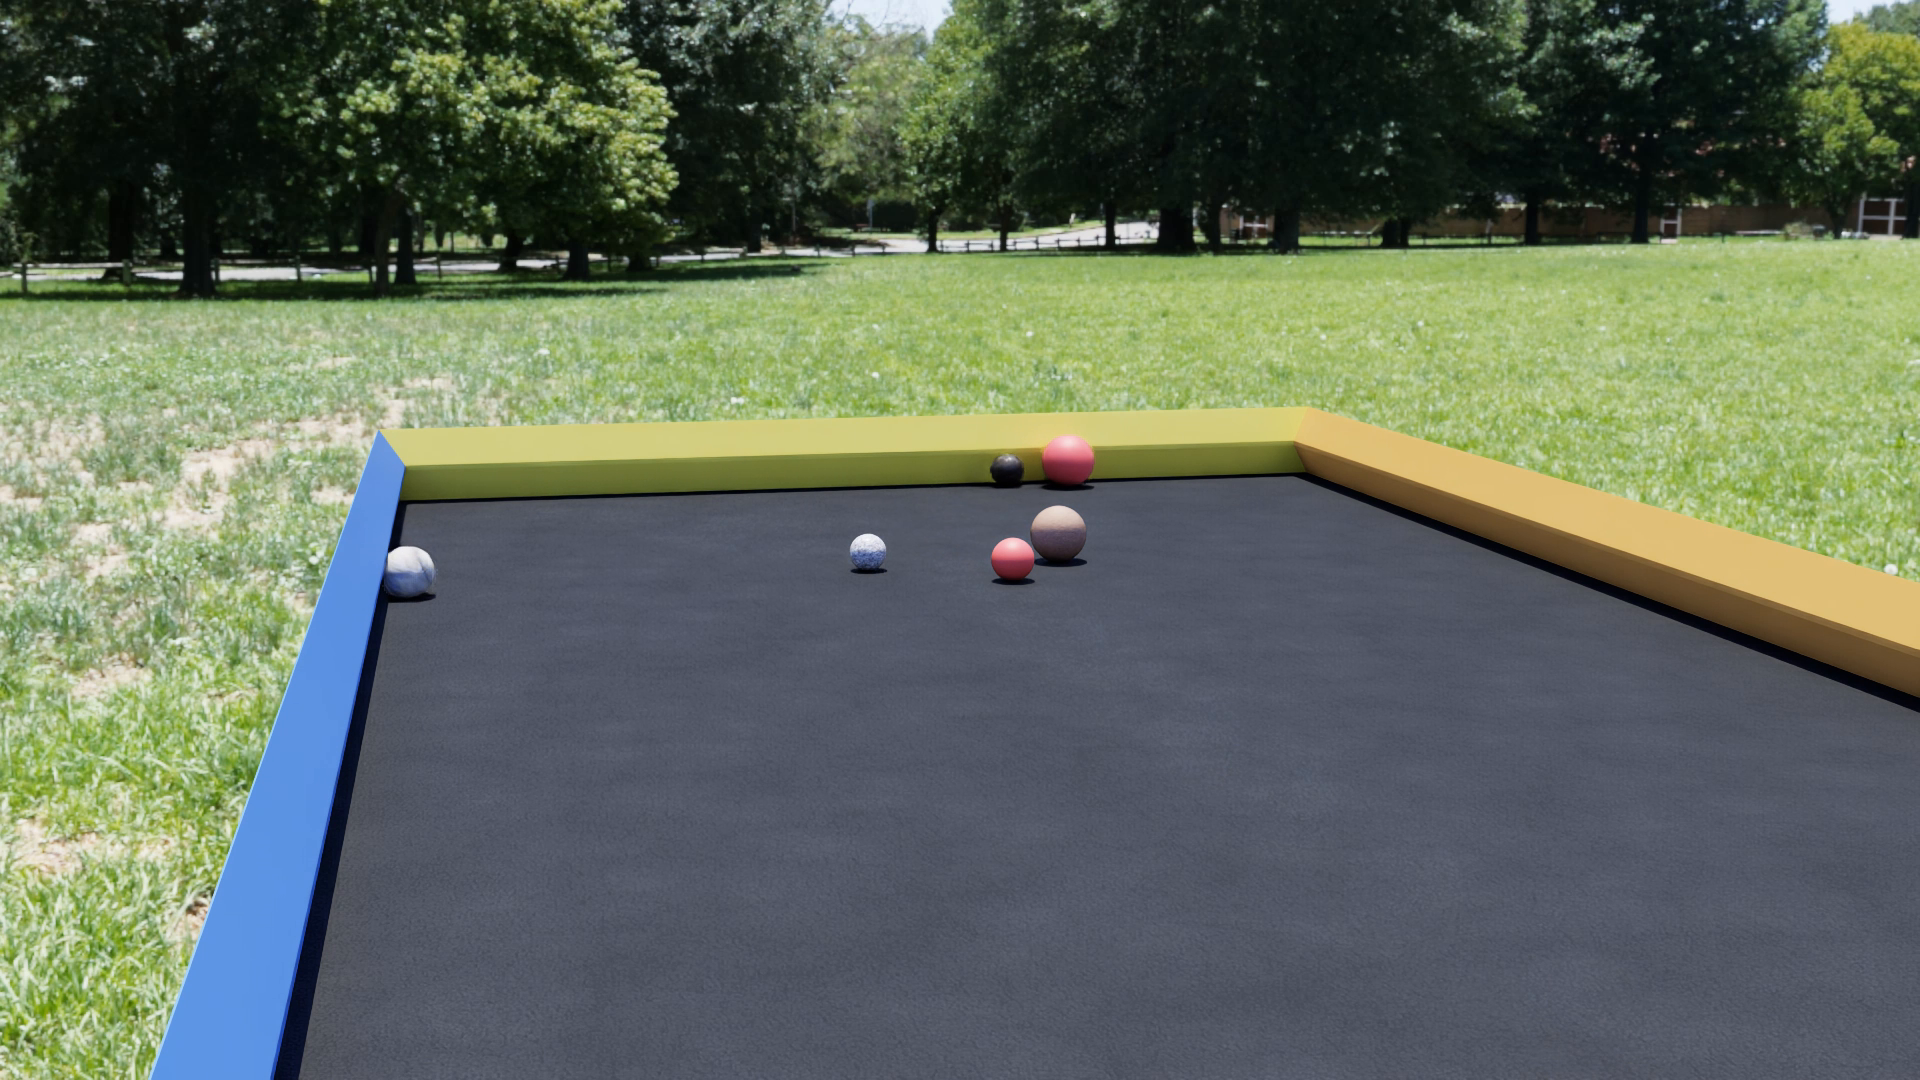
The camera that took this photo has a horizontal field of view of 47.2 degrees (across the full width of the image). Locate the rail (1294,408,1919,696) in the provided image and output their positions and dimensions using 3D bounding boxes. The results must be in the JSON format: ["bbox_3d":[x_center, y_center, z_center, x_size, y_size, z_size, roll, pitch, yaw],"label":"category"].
[{"bbox_3d":[0.987,0.076,2.611,0.045,0.124,3.258,-2,10,-12],"label":"rail"}]

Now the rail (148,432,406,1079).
[{"bbox_3d":[-0.639,0.136,2.260,0.045,0.124,3.258,-2,10,-12],"label":"rail"}]

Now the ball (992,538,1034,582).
[{"bbox_3d":[0.074,0.027,3.092,0.061,0.061,0.061,0,10,0],"label":"ball"}]

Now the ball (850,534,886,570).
[{"bbox_3d":[-0.133,0.018,3.172,0.054,0.054,0.054,0,10,0],"label":"ball"}]

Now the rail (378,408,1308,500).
[{"bbox_3d":[-0.169,-0.157,3.981,1.712,0.124,0.045,-2,10,-12],"label":"rail"}]

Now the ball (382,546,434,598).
[{"bbox_3d":[-0.746,0.043,2.972,0.071,0.071,0.071,0,10,0],"label":"ball"}]

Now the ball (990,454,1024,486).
[{"bbox_3d":[0.085,-0.127,4.003,0.059,0.059,0.059,0,10,0],"label":"ball"}]

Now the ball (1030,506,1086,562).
[{"bbox_3d":[0.145,-0.009,3.240,0.083,0.083,0.083,0,10,0],"label":"ball"}]

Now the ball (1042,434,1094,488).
[{"bbox_3d":[0.196,-0.144,3.994,0.095,0.095,0.095,0,10,0],"label":"ball"}]
